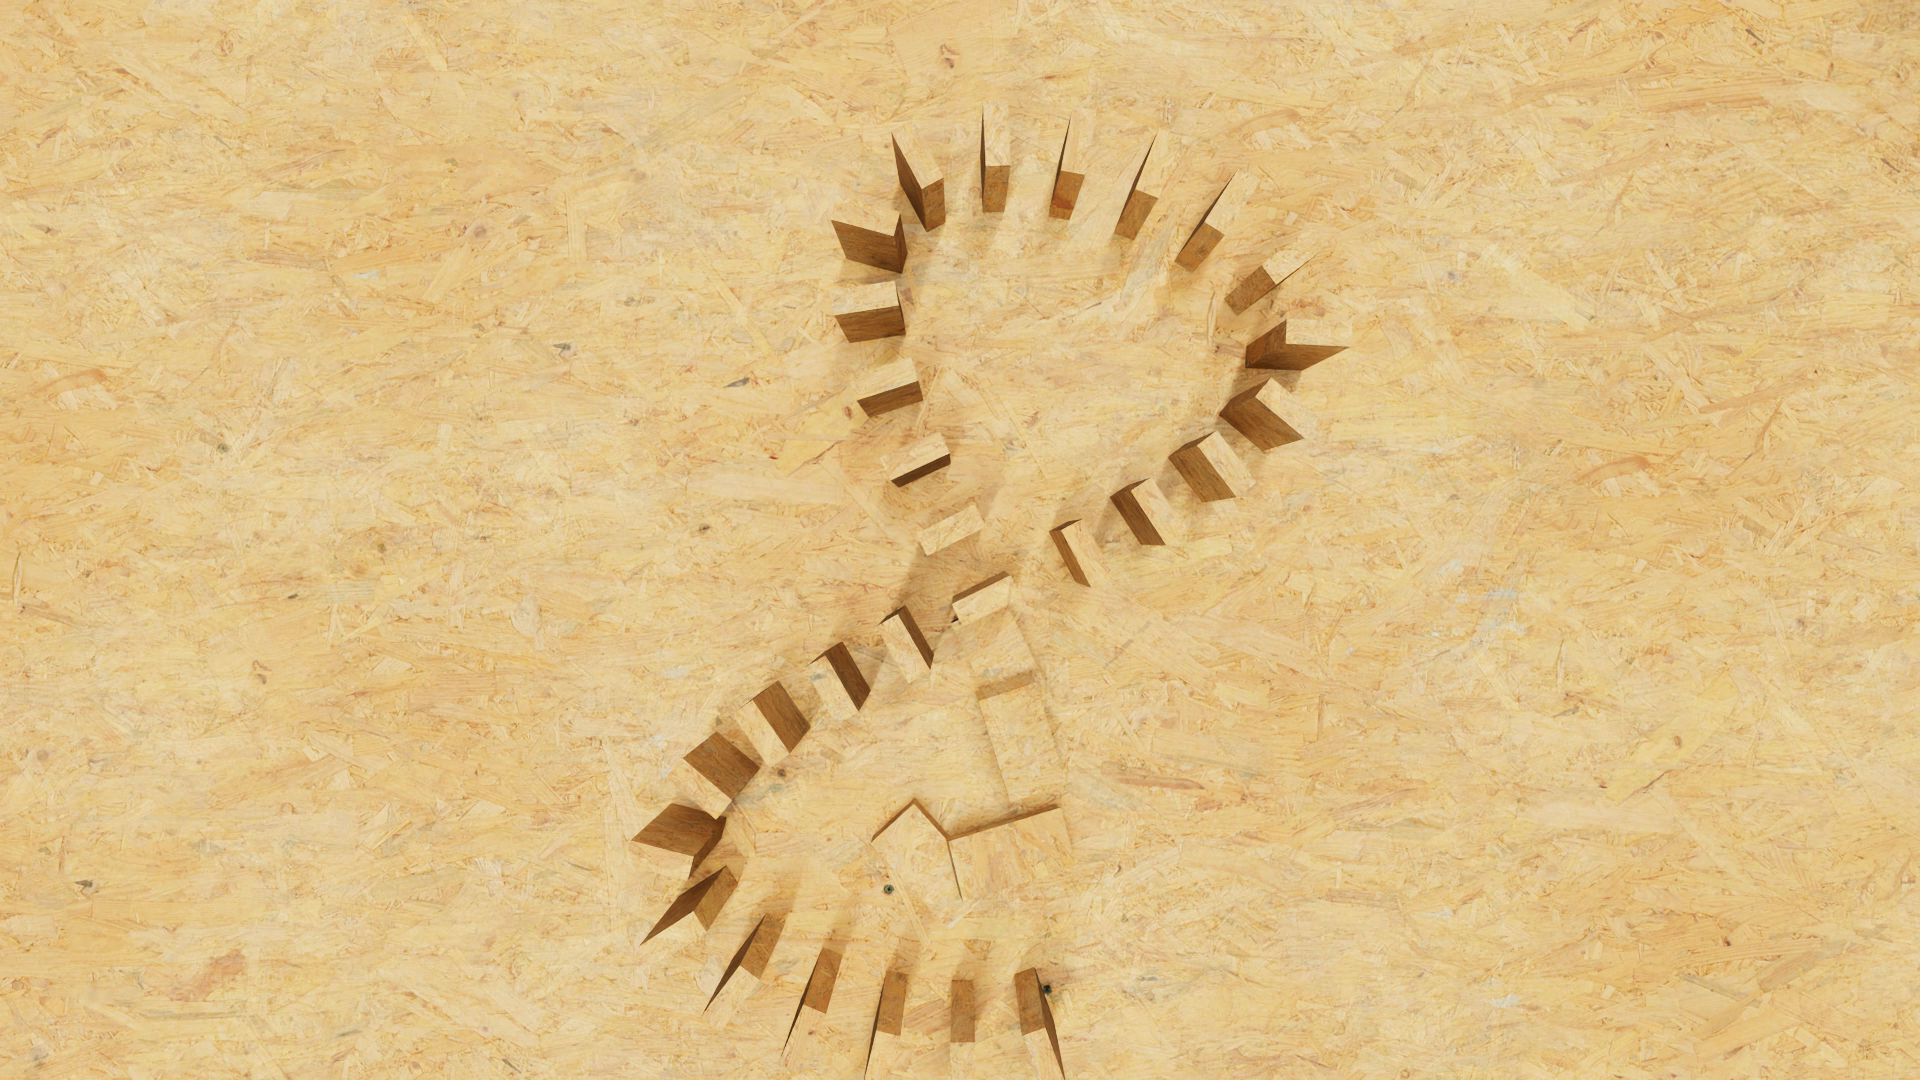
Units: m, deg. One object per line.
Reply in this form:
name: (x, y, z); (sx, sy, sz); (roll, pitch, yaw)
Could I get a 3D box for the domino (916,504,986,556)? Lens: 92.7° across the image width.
domino: (-0.003, -0.004, 0.375); (0.025, 0.050, 0.010); (-27, 90, 0)

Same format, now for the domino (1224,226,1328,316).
domino: (0.128, -0.109, 0.375); (0.025, 0.050, 0.009); (-37, 90, 0)

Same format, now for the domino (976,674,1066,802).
domino: (0.026, 0.084, 0.388); (0.025, 0.010, 0.050); (-18, 107, -3)

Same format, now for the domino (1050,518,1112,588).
domino: (0.049, 0.005, 0.375); (0.009, 0.050, 0.025); (-28, 90, 0)

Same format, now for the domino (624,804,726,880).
domino: (-0.115, 0.123, 0.375); (0.025, 0.050, 0.010); (15, 90, 0)

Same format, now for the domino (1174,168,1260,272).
domino: (0.104, -0.130, 0.375); (0.009, 0.050, 0.025); (33, 90, 0)

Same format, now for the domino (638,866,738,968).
domino: (-0.110, 0.153, 0.375); (0.025, 0.050, 0.009); (-33, 90, 0)

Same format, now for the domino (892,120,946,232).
domino: (-0.016, -0.147, 0.375); (0.009, 0.050, 0.025); (-28, 90, 0)

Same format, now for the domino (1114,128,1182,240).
domino: (0.076, -0.144, 0.375); (0.009, 0.050, 0.025); (21, 90, 0)

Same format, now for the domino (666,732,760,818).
domino: (-0.100, 0.095, 0.375); (0.025, 0.050, 0.010); (40, 90, 0)

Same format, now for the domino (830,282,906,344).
domino: (-0.037, -0.092, 0.375); (0.025, 0.050, 0.009); (-9, 90, 0)

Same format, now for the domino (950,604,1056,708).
domino: (0.018, 0.053, 0.395); (0.025, 0.009, 0.050); (-26, 90, 0)

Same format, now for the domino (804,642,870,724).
domino: (-0.049, 0.057, 0.375); (0.009, 0.050, 0.025); (-30, 90, 0)

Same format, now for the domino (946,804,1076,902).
domino: (0.021, 0.133, 0.389); (0.050, 0.009, 0.025); (-13, 84, -11)

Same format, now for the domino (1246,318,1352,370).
domino: (0.137, -0.079, 0.375); (0.025, 0.050, 0.009); (3, 90, 0)

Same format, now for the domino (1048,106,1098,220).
domino: (0.046, -0.153, 0.375); (0.009, 0.050, 0.025); (11, 90, 0)

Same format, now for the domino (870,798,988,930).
domino: (-0.012, 0.139, 0.395); (0.025, 0.010, 0.050); (-42, 90, 0)

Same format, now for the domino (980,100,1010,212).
domino: (0.014, -0.156, 0.375); (0.009, 0.050, 0.025); (-3, 90, 0)

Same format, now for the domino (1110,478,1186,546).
domino: (0.076, -0.011, 0.375); (0.010, 0.050, 0.025); (-33, 90, 0)

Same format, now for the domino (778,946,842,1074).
domino: (-0.060, 0.191, 0.375); (0.010, 0.050, 0.025); (23, 90, 0)

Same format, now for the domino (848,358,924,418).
domino: (-0.029, -0.062, 0.375); (0.025, 0.050, 0.010); (-18, 90, 0)

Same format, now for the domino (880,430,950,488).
domino: (-0.017, -0.032, 0.375); (0.025, 0.050, 0.009); (-25, 90, 0)

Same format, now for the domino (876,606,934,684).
domino: (-0.022, 0.042, 0.375); (0.010, 0.050, 0.025); (-30, 90, 0)

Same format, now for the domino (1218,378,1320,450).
domino: (0.125, -0.050, 0.375); (0.025, 0.050, 0.010); (40, 90, 0)

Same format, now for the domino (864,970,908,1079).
domino: (-0.030, 0.201, 0.375); (0.009, 0.050, 0.025); (14, 90, 0)

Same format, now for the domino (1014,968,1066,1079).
domino: (0.032, 0.200, 0.375); (0.010, 0.050, 0.025); (-20, 90, 0)

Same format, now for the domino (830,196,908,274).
domino: (-0.036, -0.124, 0.375); (0.025, 0.050, 0.009); (15, 90, 0)

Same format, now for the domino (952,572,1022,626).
domino: (0.010, 0.023, 0.375); (0.025, 0.050, 0.010); (-26, 90, 0)

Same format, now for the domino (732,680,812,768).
domino: (-0.076, 0.074, 0.375); (0.009, 0.050, 0.025); (-35, 90, 0)

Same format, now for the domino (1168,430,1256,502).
domino: (0.102, -0.029, 0.375); (0.010, 0.050, 0.025); (-37, 90, 0)

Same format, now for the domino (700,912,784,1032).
domino: (-0.088, 0.175, 0.375); (0.009, 0.050, 0.025); (37, 90, 0)

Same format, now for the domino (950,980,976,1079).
domino: (0.001, 0.204, 0.375); (0.009, 0.050, 0.025); (0, 90, 0)
